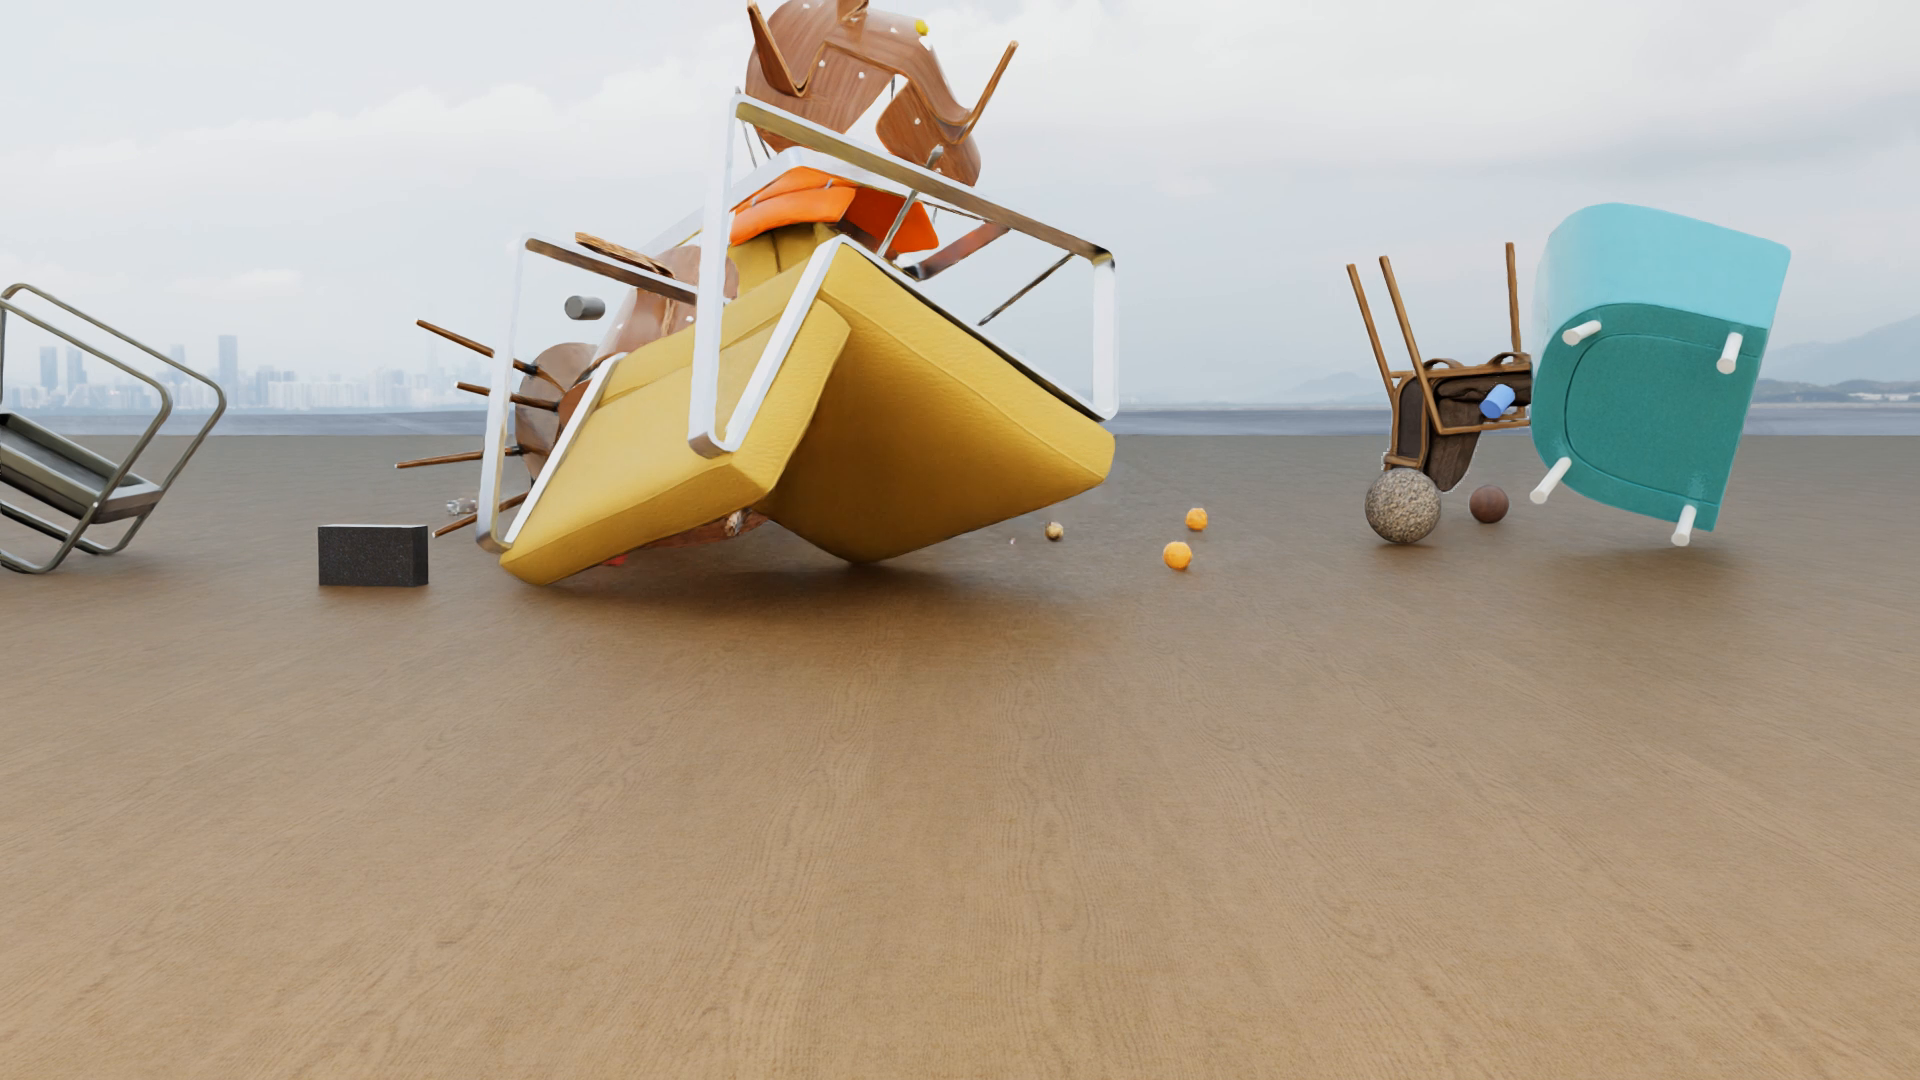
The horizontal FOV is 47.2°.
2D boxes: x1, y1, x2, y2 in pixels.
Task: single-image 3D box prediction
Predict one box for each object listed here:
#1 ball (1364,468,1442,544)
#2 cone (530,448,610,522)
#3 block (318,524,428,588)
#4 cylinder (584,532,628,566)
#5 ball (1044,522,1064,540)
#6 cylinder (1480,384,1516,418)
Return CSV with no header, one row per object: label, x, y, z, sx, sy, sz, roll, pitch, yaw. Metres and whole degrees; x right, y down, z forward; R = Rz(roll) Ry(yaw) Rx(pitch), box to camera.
ball,1.287,-0.099,6.386,0.220,0.220,0.220,0,4,0
cone,-1.372,-0.133,7.571,0.273,0.271,0.297,-23,-11,-30
block,-1.346,0.035,5.047,0.232,0.135,0.080,1,4,11
cylinder,-0.905,0.023,5.612,0.072,0.080,0.089,2,-18,29
ball,0.277,-0.026,6.503,0.057,0.057,0.057,0,4,0
cylinder,1.270,-0.327,5.192,0.056,0.053,0.069,6,40,47
